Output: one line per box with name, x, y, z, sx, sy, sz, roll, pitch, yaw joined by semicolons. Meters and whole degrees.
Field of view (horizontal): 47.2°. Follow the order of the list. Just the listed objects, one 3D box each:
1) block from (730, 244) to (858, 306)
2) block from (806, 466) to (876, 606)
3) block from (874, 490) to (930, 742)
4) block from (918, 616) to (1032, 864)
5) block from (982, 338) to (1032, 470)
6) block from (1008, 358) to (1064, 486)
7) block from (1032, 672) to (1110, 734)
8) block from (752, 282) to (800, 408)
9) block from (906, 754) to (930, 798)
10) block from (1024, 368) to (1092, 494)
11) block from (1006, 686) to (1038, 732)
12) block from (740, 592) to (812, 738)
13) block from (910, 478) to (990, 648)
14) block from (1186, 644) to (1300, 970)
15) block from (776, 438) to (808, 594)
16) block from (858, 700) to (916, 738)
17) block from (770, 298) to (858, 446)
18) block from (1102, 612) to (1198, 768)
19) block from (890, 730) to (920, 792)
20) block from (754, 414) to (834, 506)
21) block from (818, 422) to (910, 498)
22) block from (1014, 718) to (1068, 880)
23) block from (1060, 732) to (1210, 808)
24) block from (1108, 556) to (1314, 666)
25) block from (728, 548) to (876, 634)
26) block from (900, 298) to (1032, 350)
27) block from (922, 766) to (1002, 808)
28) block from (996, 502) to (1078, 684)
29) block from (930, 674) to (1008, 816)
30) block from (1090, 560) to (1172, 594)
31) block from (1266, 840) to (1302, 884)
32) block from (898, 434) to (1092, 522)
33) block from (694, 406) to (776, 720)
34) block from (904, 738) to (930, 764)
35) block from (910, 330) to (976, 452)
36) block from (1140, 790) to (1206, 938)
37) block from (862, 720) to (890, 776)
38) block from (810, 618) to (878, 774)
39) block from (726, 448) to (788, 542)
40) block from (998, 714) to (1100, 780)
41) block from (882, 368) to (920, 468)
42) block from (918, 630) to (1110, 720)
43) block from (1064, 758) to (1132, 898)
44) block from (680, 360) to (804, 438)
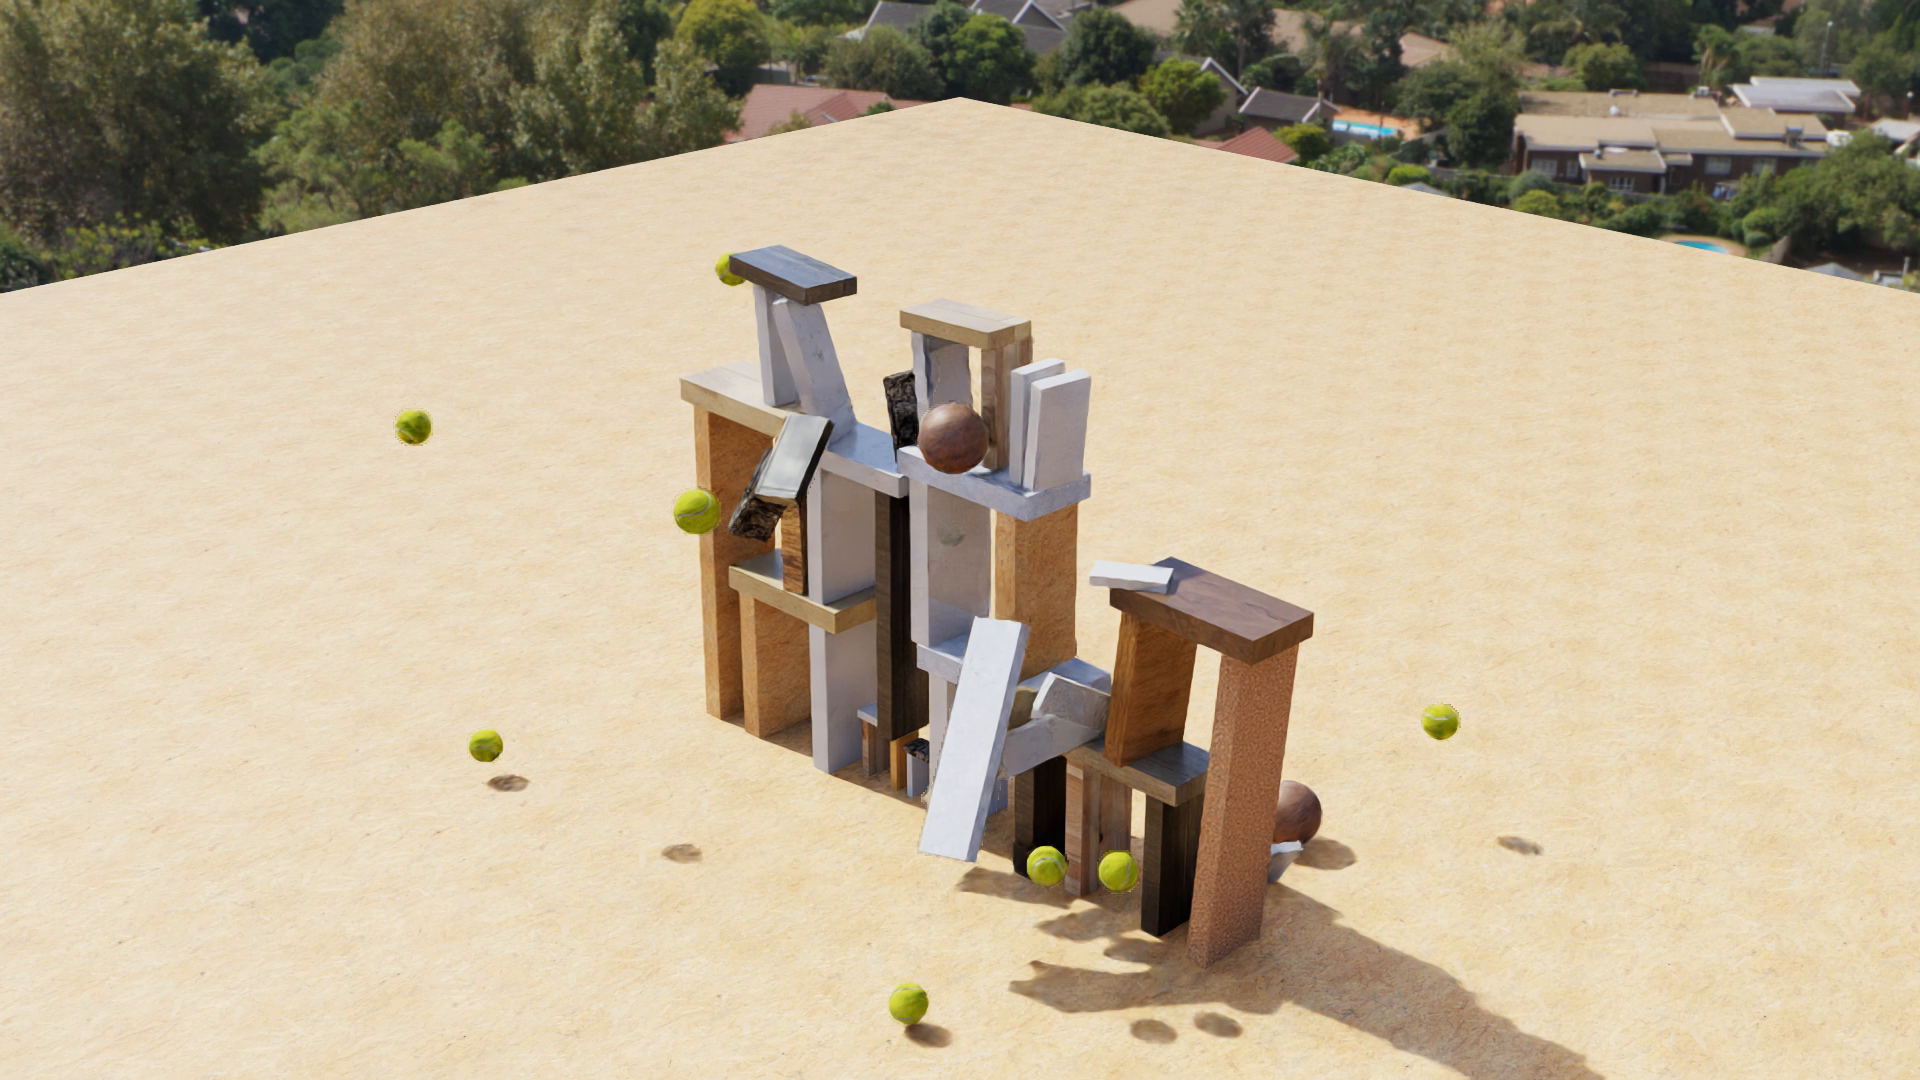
block;-0.330;-0.522;4.324;0.126;0.036;0.251;-18;32;-37
block;-0.239;-0.032;4.469;0.151;0.302;0.043;-21;31;-40
block;-0.097;0.133;4.384;0.151;0.538;0.043;-21;32;-40
block;0.027;0.354;3.924;0.107;0.432;0.030;5;-13;39
block;0.087;-0.253;4.044;0.032;0.229;0.114;13;22;35
block;0.139;-0.214;3.980;0.107;0.214;0.030;-21;32;-40
block;0.241;0.304;3.959;0.260;0.067;0.019;22;8;-39
block;-0.345;-0.405;4.413;0.126;0.251;0.036;-21;26;-40
block;-0.086;0.475;4.515;0.014;0.099;0.050;21;31;41
block;0.174;-0.194;3.924;0.107;0.214;0.030;-17;39;-27
block;0.087;0.339;4.026;0.075;0.149;0.021;10;15;-47
block;-0.391;0.246;4.753;0.167;0.335;0.047;-21;31;-41
block;-0.018;0.023;4.256;0.048;0.340;0.170;21;31;41
block;0.496;0.449;3.870;0.045;0.648;0.160;26;34;38
block;-0.303;-0.078;4.528;0.048;0.341;0.171;12;26;28
block;-0.144;0.368;4.538;0.064;0.018;0.129;-21;32;-40
block;-0.286;-0.343;4.330;0.036;0.295;0.126;-8;18;28
block;0.347;0.241;3.940;0.160;0.320;0.045;-18;36;-36
block;-0.114;0.448;4.539;0.064;0.129;0.018;-21;31;-40
block;-0.313;-0.153;4.155;0.090;0.026;0.181;8;63;29
block;-0.169;-0.162;4.334;0.151;0.043;0.302;-21;31;-40
block;0.183;0.464;4.223;0.049;0.347;0.174;21;31;41
block;0.331;0.397;4.038;0.287;0.041;0.144;21;31;40
block;0.427;0.118;3.760;0.160;0.045;0.320;-20;31;-39
block;-0.312;0.101;4.605;0.335;0.047;0.167;21;31;41
block;0.009;-0.399;4.052;0.229;0.032;0.114;19;29;41
block;0.004;0.439;3.948;0.021;0.149;0.075;23;24;-49
block;0.143;0.085;4.108;0.048;0.340;0.170;21;31;41
block;0.019;0.400;4.373;0.049;0.347;0.174;21;31;41
block;0.297;0.064;3.803;0.133;0.019;0.067;6;24;13
block;0.590;0.612;4.155;0.067;0.133;0.019;-4;56;-21
block;0.062;-0.125;4.107;0.170;0.048;0.340;-21;31;-40
block;-0.480;0.033;4.756;0.171;0.723;0.048;-21;32;-41
block;-0.063;0.432;4.471;0.099;0.014;0.050;21;31;41
block;-0.031;-0.291;4.141;0.114;0.229;0.032;-21;24;-41
block;0.399;0.574;4.040;0.041;0.287;0.144;21;31;41
block;-0.174;0.425;4.595;0.064;0.129;0.018;-21;31;-40
block;-0.233;0.307;4.608;0.167;0.335;0.047;-21;31;-40
block;-0.373;-0.086;4.260;0.090;0.181;0.026;13;22;-44
block;0.158;0.358;3.992;0.218;0.075;0.021;-21;21;-32
block;-0.092;-0.232;4.212;0.090;0.181;0.026;-21;19;-40
block;0.101;0.249;4.221;0.347;0.049;0.174;21;31;41
block;0.264;0.521;4.165;0.041;0.287;0.144;21;31;41
block;-0.405;-0.290;4.529;0.171;0.048;0.341;-20;30;-39
